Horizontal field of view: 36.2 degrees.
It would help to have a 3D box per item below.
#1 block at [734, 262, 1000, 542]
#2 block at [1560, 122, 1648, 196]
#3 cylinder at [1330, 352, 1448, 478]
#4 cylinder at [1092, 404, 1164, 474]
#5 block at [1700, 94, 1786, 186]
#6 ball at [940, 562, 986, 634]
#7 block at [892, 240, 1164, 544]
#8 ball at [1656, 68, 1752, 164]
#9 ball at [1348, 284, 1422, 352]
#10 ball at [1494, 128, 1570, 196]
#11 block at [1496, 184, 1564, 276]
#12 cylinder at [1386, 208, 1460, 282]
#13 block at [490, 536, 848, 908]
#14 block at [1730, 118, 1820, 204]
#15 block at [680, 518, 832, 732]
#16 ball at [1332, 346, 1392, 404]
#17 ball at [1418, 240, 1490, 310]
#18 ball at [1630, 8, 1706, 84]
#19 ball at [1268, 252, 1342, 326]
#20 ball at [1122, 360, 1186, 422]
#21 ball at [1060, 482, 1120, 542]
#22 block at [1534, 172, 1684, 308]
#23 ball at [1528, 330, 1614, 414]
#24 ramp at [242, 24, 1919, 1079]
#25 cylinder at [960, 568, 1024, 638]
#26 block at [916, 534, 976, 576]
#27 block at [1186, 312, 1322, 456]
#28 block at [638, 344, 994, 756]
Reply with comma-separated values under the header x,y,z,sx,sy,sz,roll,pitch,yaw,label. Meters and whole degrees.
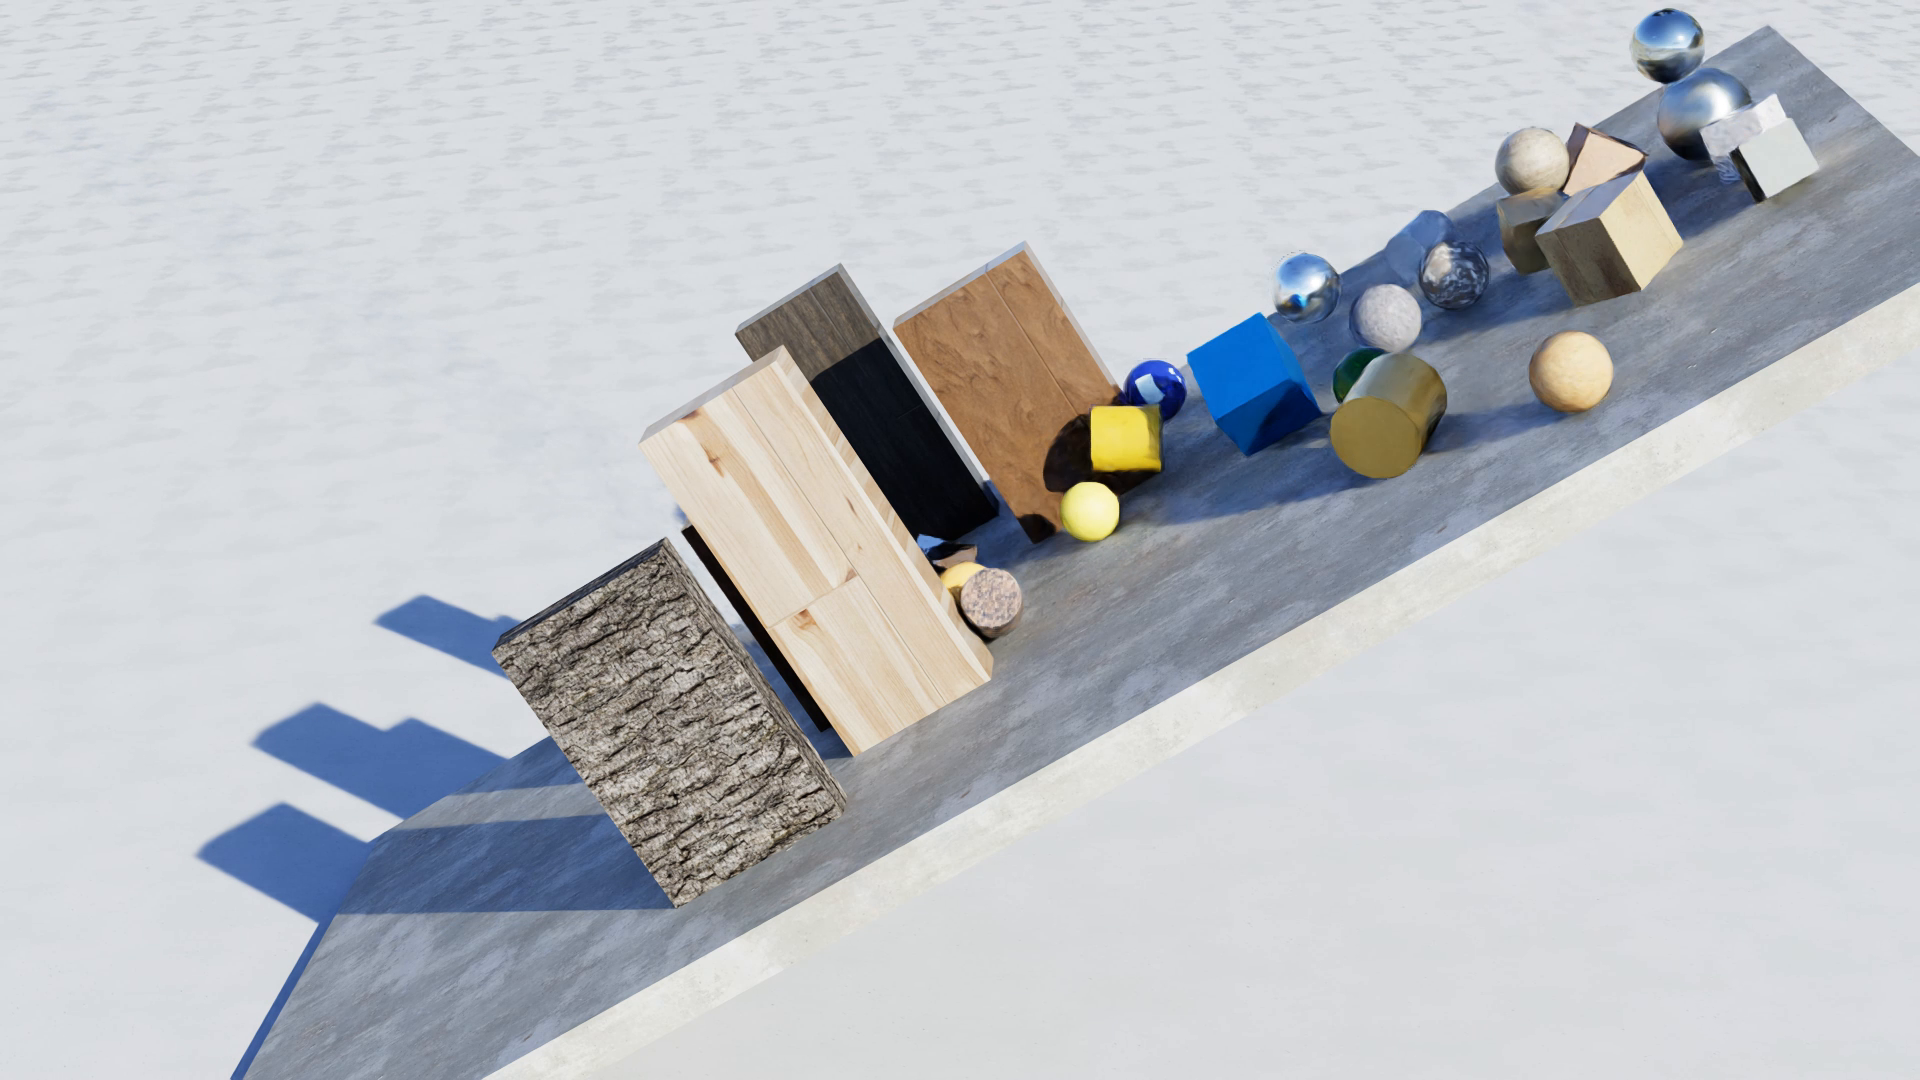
x,y,z,sx,sy,sz,roll,pitch,yaw,label
-0.214,-0.281,6.900,0.287,0.694,0.082,-30,15,13,block
1.345,-0.783,6.194,0.134,0.134,0.134,19,16,-6,block
0.818,-0.237,5.606,0.178,0.178,0.178,9,35,23,cylinder
0.362,-0.218,6.360,0.146,0.146,0.146,-1,20,7,cylinder
1.571,-0.796,5.850,0.122,0.122,0.122,-21,7,41,block
0.016,0.125,6.161,0.155,0.155,0.155,0,20,0,ball
0.154,-0.321,6.470,0.338,0.584,0.087,-30,15,13,block
1.539,-0.876,6.073,0.195,0.195,0.195,0,20,0,ball
0.884,-0.458,6.115,0.151,0.151,0.151,0,20,0,ball
1.196,-0.785,6.147,0.154,0.154,0.154,0,20,0,ball
1.181,-0.635,6.032,0.119,0.119,0.119,-15,34,1,block
1.032,-0.657,6.564,0.118,0.118,0.118,-42,39,-25,cylinder
-0.561,0.360,5.725,0.394,0.636,0.094,-30,15,13,block
1.564,-0.728,5.651,0.113,0.113,0.113,-30,-2,5,block
-0.290,0.094,6.197,0.347,0.531,0.104,-30,15,13,block
0.822,-0.316,5.904,0.149,0.149,0.149,0,20,0,ball
1.042,-0.560,6.208,0.150,0.150,0.150,0,20,0,ball
1.412,-0.985,5.869,0.148,0.148,0.148,0,20,0,ball
0.747,-0.543,6.364,0.156,0.156,0.156,0,20,0,ball
0.433,-0.331,6.544,0.142,0.142,0.142,0,20,0,ball
0.277,-0.060,6.280,0.130,0.130,0.130,0,20,0,ball
1.273,-0.589,5.771,0.171,0.171,0.171,-44,18,-33,block
1.098,-0.302,5.286,0.149,0.149,0.149,0,20,0,ball
0.140,0.170,6.292,4.000,0.100,2.000,-30,15,13,ramp
0.067,0.129,6.002,0.122,0.122,0.122,2,-12,4,cylinder
-0.044,0.086,6.335,0.129,0.129,0.129,13,26,-3,block
0.615,-0.324,6.155,0.181,0.181,0.181,-30,55,14,block
-0.283,0.027,5.904,0.330,0.781,0.115,-30,15,13,block
